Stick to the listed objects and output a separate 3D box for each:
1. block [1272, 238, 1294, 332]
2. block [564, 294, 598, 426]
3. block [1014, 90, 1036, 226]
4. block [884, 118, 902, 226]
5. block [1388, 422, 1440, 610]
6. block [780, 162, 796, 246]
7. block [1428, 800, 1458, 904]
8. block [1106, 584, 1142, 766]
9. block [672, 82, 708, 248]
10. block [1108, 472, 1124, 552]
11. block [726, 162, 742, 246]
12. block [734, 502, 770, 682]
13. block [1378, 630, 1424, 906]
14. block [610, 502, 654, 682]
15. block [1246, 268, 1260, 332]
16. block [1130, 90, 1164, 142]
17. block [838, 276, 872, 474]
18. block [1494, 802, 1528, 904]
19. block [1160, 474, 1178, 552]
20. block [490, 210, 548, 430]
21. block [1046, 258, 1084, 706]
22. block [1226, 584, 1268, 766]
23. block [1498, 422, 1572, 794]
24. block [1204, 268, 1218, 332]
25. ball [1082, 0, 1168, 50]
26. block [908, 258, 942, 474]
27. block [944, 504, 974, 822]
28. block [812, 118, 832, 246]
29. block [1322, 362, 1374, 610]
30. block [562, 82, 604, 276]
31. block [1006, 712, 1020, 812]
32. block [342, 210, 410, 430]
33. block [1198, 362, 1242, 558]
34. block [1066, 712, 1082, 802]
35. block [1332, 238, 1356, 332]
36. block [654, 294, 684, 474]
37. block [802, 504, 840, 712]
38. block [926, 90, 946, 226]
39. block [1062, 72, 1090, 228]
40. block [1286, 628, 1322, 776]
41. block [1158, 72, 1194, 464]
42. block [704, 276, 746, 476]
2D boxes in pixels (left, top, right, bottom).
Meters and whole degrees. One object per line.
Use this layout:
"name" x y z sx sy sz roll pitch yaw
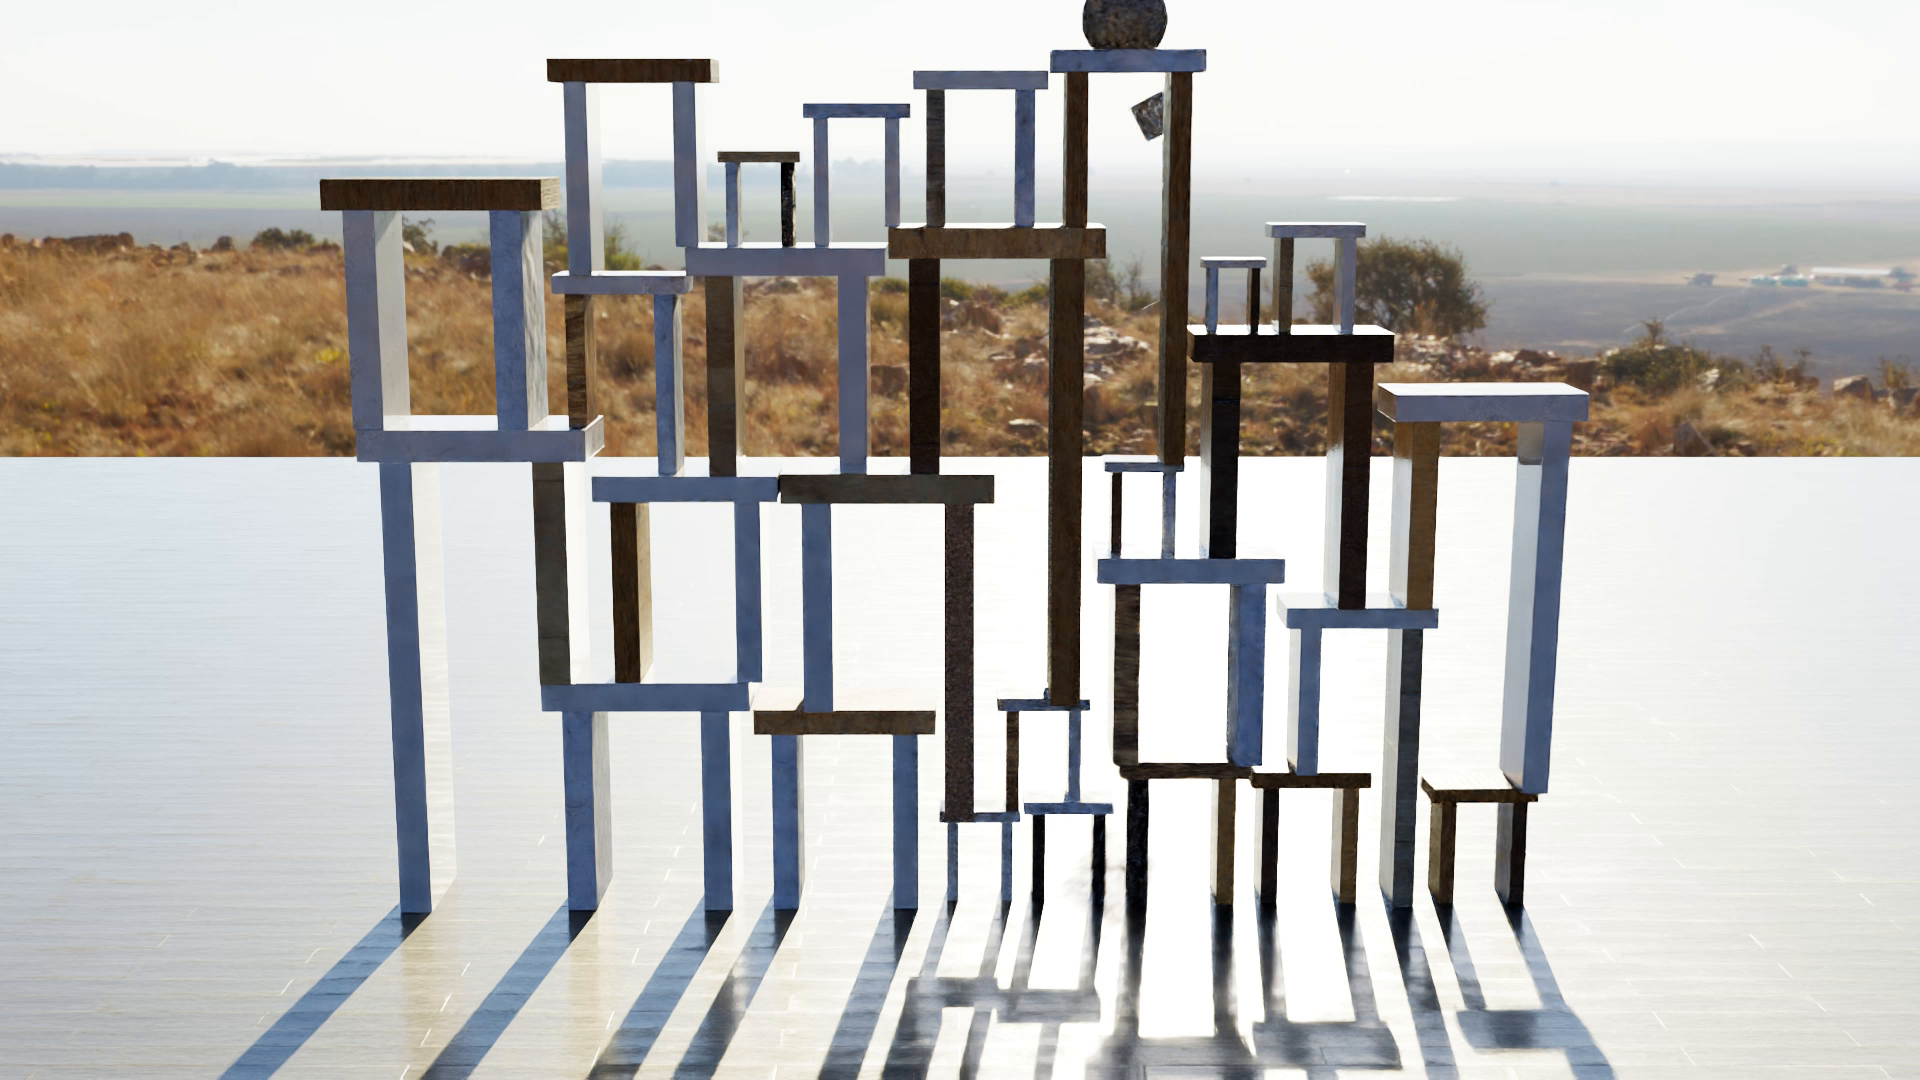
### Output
"block" 0.511 -0.406 3.479 0.021 0.147 0.073 0 11 0
"block" -0.603 -0.291 3.507 0.030 0.209 0.104 0 11 0
"block" 0.102 -0.599 3.452 0.030 0.209 0.104 0 11 0
"block" -0.105 -0.578 3.455 0.023 0.166 0.083 0 11 0
"block" 0.731 -0.050 3.545 0.043 0.302 0.151 0 11 0
"block" -0.270 -0.528 3.457 0.018 0.129 0.064 0 11 0
"block" 0.800 0.505 3.650 0.025 0.174 0.087 0 11 0
"block" 0.268 0.204 3.597 0.042 0.300 0.150 0 11 0
"block" -0.424 -0.590 3.454 0.036 0.251 0.126 0 11 0
"block" 0.251 -0.050 3.556 0.018 0.130 0.065 0 11 0
"block" -0.355 -0.528 3.457 0.018 0.129 0.064 0 11 0
"block" -0.337 0.072 3.570 0.042 0.293 0.147 0 11 0
"block" 0.726 0.361 3.624 0.035 0.467 0.122 0 11 0
"block" -0.532 0.072 3.569 0.042 0.293 0.147 0 11 0
"block" 0.465 -0.382 3.484 0.014 0.099 0.050 0 11 0
"block" 0.673 -1.428 7.368 0.128 0.128 0.128 -24 7 32
"block" -0.167 -0.271 3.508 0.044 0.309 0.154 0 11 0
"block" 0.914 0.505 3.649 0.025 0.174 0.087 -1 11 -3
"block" 0.338 -0.049 3.555 0.018 0.130 0.065 0 11 0
"block" -0.700 -0.355 3.495 0.048 0.339 0.170 0 11 0
"block" 0.169 -0.099 3.544 0.048 0.713 0.168 0 11 0
"block" 0.467 0.204 3.596 0.042 0.300 0.150 0 11 0
"block" 0.931 0.099 3.567 0.043 0.605 0.151 1 10 -1
"block" 0.399 -0.382 3.484 0.014 0.099 0.050 0 11 0
"ball" 0.470 -1.488 6.281 0.247 0.247 0.247 0 11 0
"block" -0.055 -0.285 3.509 0.048 0.336 0.168 0 11 0
"block" -0.001 0.184 3.591 0.048 0.520 0.169 0 11 0
"block" -0.215 -0.563 3.458 0.023 0.196 0.083 0 11 0
"block" 0.624 -0.097 3.542 0.044 0.395 0.156 0 11 0
"block" -0.591 -0.568 3.458 0.036 0.295 0.126 0 11 0
"block" 0.086 0.355 3.630 0.022 0.170 0.076 0 11 0
"block" -0.926 -0.355 3.495 0.048 0.339 0.170 0 11 0
"block" 0.416 -0.138 3.534 0.044 0.311 0.156 0 11 0
"block" 0.187 0.347 3.628 0.022 0.152 0.076 0 11 0
"block" 0.608 -0.406 3.480 0.021 0.147 0.073 0 11 0
"block" -0.464 -0.254 3.514 0.030 0.284 0.104 0 11 0
"block" -0.226 0.095 3.575 0.048 0.338 0.169 0 11 0
"block" -0.038 -0.599 3.452 0.030 0.209 0.104 0 11 0
"block" 0.181 -0.611 3.443 0.033 0.236 0.118 0 11 0
"block" 0.563 0.251 3.603 0.035 0.244 0.122 0 10 0
"block" 0.339 -0.428 3.474 0.033 0.608 0.118 0 11 0
"block" -0.373 -0.268 3.509 0.044 0.314 0.154 0 11 0
